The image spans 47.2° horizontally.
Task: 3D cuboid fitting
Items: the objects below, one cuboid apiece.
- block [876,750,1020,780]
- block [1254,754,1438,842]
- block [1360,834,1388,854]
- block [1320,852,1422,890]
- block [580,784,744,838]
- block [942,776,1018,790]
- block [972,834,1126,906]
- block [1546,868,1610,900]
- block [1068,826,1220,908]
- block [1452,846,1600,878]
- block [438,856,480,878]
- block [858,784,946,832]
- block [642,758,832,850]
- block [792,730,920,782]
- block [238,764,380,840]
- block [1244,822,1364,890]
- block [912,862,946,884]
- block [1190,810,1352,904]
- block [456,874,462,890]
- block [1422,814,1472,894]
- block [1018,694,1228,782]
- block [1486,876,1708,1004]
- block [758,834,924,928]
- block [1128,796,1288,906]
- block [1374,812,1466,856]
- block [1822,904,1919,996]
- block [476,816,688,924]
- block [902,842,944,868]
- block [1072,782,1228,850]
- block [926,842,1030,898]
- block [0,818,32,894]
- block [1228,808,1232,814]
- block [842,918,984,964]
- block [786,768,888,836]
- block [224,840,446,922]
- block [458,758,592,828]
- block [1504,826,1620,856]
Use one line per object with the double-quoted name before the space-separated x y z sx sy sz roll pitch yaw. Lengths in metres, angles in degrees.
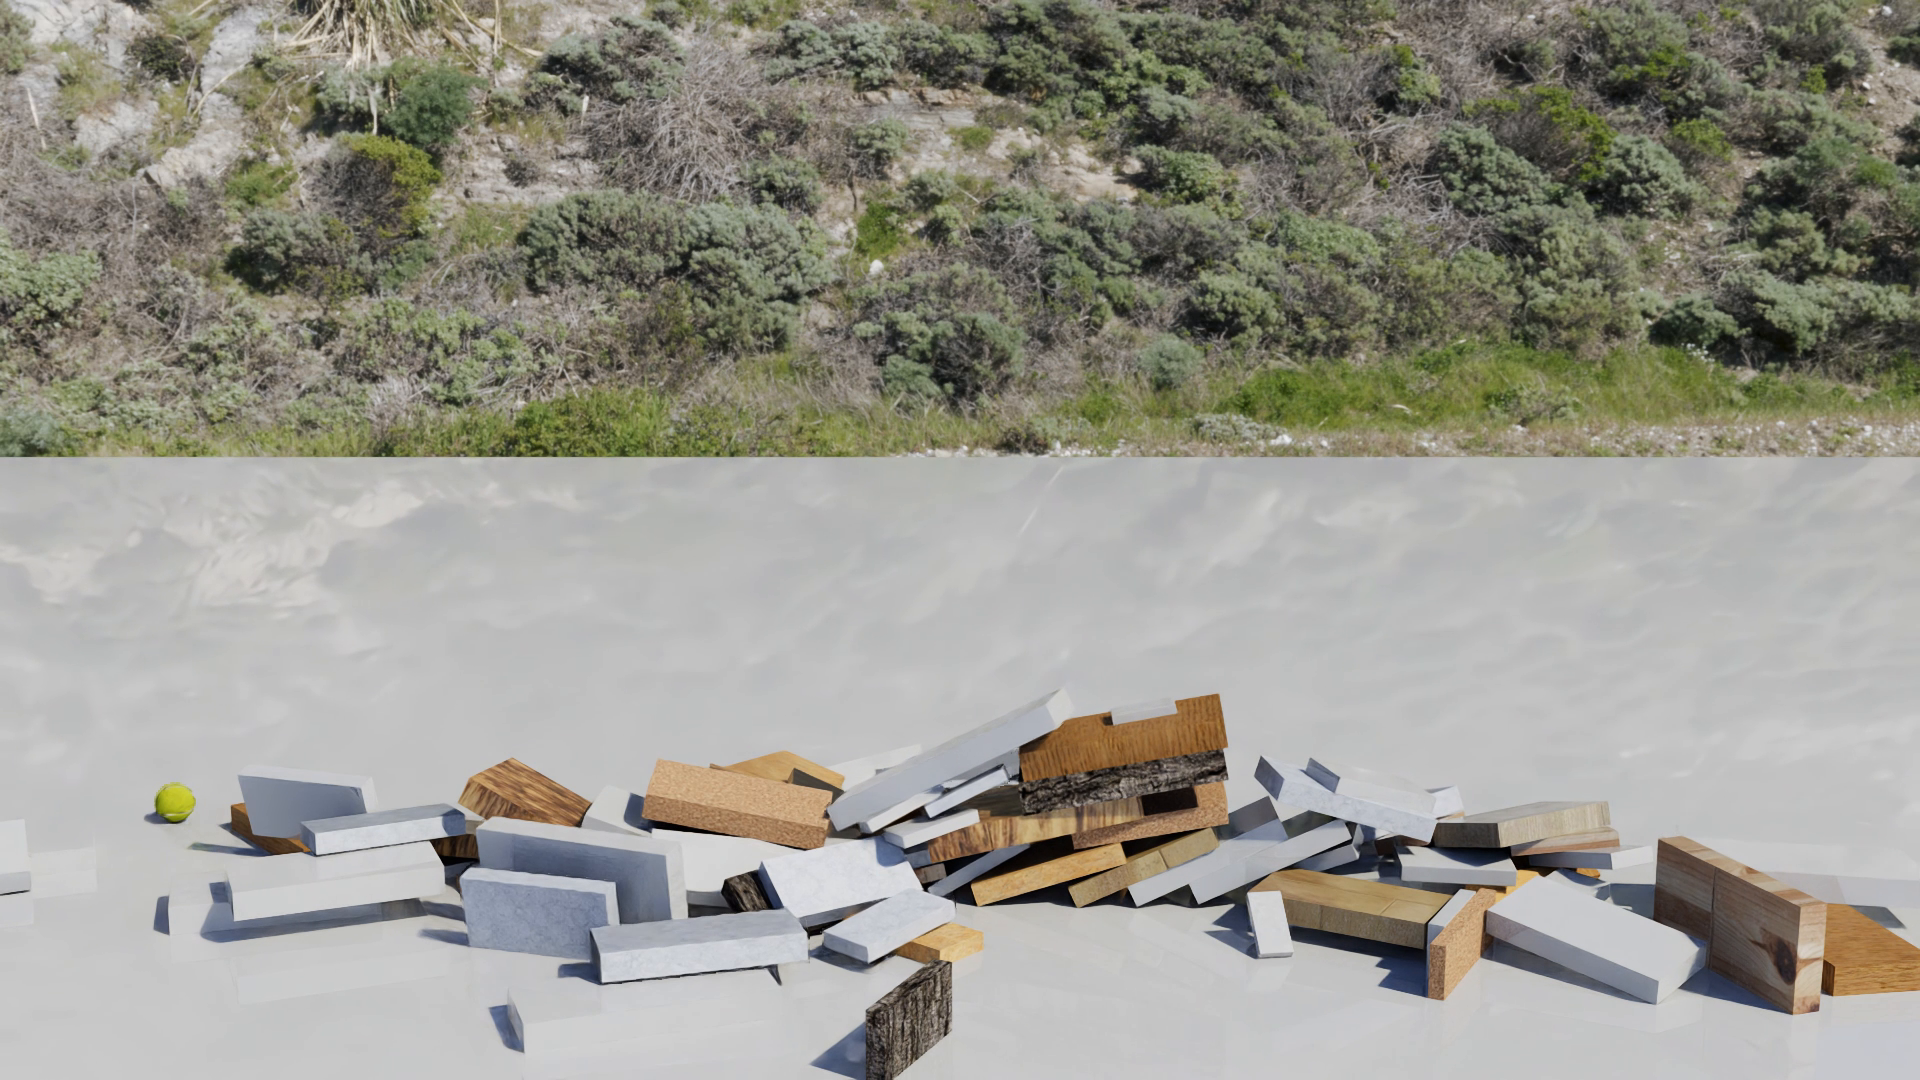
"block" 0.017 0.418 3.945 0.301 0.043 0.151 -11 -13 26
"block" 0.630 0.423 3.603 0.271 0.038 0.135 16 8 -11
"block" 0.777 0.540 3.869 0.184 0.026 0.092 2 11 9
"block" 0.649 0.559 3.651 0.228 0.032 0.114 -6 11 11
"block" -0.451 0.510 3.658 0.343 0.049 0.171 20 11 -1
"block" 0.049 0.488 3.836 0.278 0.139 0.039 -2 11 -13
"block" 0.148 0.536 3.654 0.255 0.036 0.127 -17 9 6
"block" 0.945 0.578 3.502 0.182 0.026 0.091 -20 23 -39
"block" 0.303 0.522 3.642 0.255 0.036 0.127 -25 8 8
"block" 0.945 0.544 3.680 0.228 0.032 0.114 -5 42 -24
"block" -0.875 0.557 3.788 0.148 0.021 0.074 -8 13 -35
"block" -0.095 0.436 3.589 0.140 0.020 0.070 -27 0 -17
"block" -0.366 0.438 3.646 0.300 0.042 0.150 11 16 -3
"block" -0.222 0.436 4.394 0.266 0.038 0.133 -10 14 -42
"block" -1.115 0.457 3.781 0.246 0.123 0.035 3 27 18
"block" 0.570 0.528 3.651 0.194 0.028 0.097 -22 8 20
"block" -0.120 0.559 3.657 0.183 0.026 0.091 -13 10 -7
"block" 0.510 0.513 3.636 0.271 0.038 0.135 -25 3 8
"block" -0.765 0.572 3.708 0.148 0.021 0.074 -6 12 -30
"block" 0.847 0.537 3.751 0.228 0.032 0.114 -23 22 -37
"block" 0.268 0.324 3.619 0.334 0.047 0.167 -10 10 6
"block" 0.963 0.603 3.335 0.144 0.041 0.288 -21 29 -41
"block" -0.190 0.543 3.501 0.236 0.033 0.118 -8 48 -30
"block" 0.404 0.515 3.648 0.271 0.038 0.135 -25 8 5
"block" 0.781 0.496 3.718 0.092 0.026 0.184 -20 -8 33
"block" 1.337 0.616 3.400 0.163 0.046 0.327 -2 11 -9
"block" -0.592 0.541 3.449 0.343 0.171 0.049 4 18 22
"block" -0.073 0.519 3.667 0.183 0.026 0.091 -13 10 -8
"block" 0.313 0.453 3.635 0.255 0.036 0.127 -11 10 8
"block" 0.027 0.532 3.674 0.183 0.026 0.091 -30 11 1
"block" -1.704 0.544 3.660 0.283 0.040 0.141 -6 33 -24
"block" 0.369 0.512 3.994 0.247 0.035 0.123 -3 11 -14
"block" -0.075 0.617 3.442 0.205 0.029 0.103 9 14 40
"block" -0.221 0.477 3.974 0.192 0.027 0.096 26 9 -8
"block" -1.008 0.544 3.541 0.324 0.046 0.162 -4 11 -22
"block" -0.650 0.484 3.681 0.343 0.049 0.171 28 11 8
"block" 0.989 0.496 3.622 0.174 0.025 0.087 -6 -3 6
